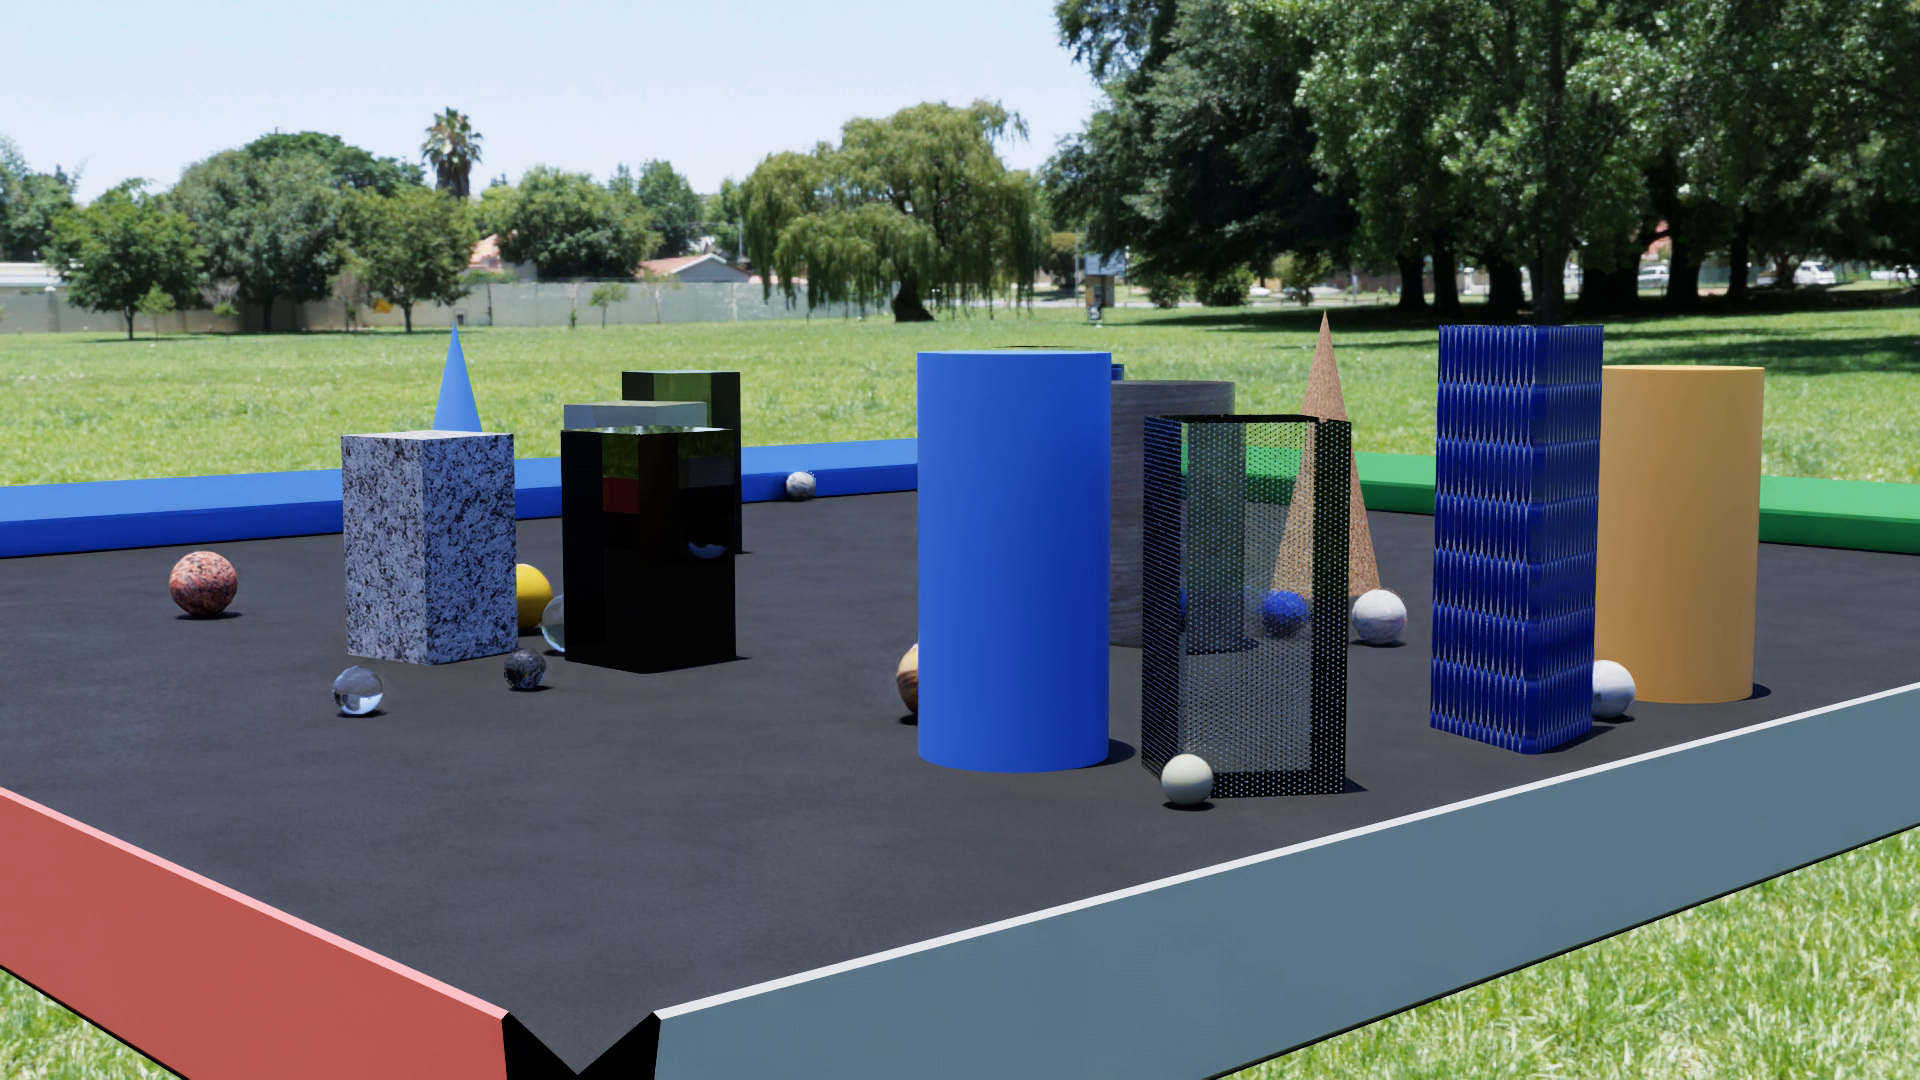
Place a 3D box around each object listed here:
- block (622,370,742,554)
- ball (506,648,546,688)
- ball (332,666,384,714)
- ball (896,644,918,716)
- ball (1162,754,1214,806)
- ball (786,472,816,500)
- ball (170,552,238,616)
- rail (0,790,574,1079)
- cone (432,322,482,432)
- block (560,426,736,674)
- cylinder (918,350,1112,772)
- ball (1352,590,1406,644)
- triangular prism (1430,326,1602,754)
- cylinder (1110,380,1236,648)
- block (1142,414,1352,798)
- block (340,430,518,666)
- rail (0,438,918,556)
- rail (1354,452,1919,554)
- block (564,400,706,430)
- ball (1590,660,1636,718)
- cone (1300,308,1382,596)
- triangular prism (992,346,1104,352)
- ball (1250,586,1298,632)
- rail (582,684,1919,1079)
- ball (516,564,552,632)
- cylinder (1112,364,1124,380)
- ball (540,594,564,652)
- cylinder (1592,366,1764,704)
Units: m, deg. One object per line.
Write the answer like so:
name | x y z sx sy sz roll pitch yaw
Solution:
block | -0.505 -0.140 3.997 0.153 0.331 0.153 -5 8 -41
ball | -0.509 0.151 2.581 0.047 0.047 0.047 0 6 0
ball | -0.662 0.165 2.417 0.053 0.053 0.053 0 6 0
ball | -0.024 0.151 2.382 0.090 0.090 0.090 0 6 0
ball | 0.204 0.215 1.973 0.047 0.047 0.047 0 6 0
ball | -0.370 -0.125 5.100 0.069 0.069 0.069 0 6 0
ball | -1.097 0.064 3.189 0.094 0.094 0.094 0 6 0
rail | -1.261 0.154 2.175 0.045 0.124 3.253 -6 8 -42
cone | -0.710 -0.096 3.110 0.191 0.428 0.191 0 6 0
block | -0.393 0.007 2.778 0.153 0.293 0.153 6 8 42
cylinder | 0.054 0.014 2.189 0.191 0.401 0.191 0 6 0
ball | 0.558 0.102 2.928 0.072 0.072 0.072 0 6 0
triangular prism | 0.561 -0.009 2.287 0.144 0.427 0.166 4 7 36
cylinder | 0.272 -0.039 2.957 0.191 0.346 0.191 0 6 0
block | 0.266 0.057 2.069 0.153 0.342 0.153 -1 6 -10
block | -0.684 0.005 2.843 0.153 0.283 0.153 4 7 35
rail | -1.087 -0.091 4.504 3.479 0.124 0.045 -6 8 -42
rail | 1.261 -0.089 4.489 0.045 0.124 3.253 -6 8 -42
block | -0.479 -0.051 3.269 0.153 0.305 0.153 2 6 22
ball | 0.703 0.163 2.396 0.063 0.063 0.063 0 6 0
cone | 0.575 -0.144 3.485 0.191 0.445 0.191 0 6 0
triangular prism | 0.109 -0.090 3.245 0.166 0.389 0.144 -2 6 -14
ball | 0.433 0.095 3.030 0.065 0.065 0.065 0 6 0
rail | 1.087 0.156 2.161 3.479 0.124 0.045 -6 8 -42
ball | -0.611 0.080 3.029 0.096 0.096 0.096 0 6 0
cylinder | 0.229 -0.181 4.360 0.191 0.335 0.191 0 6 0
ball | -0.504 0.108 2.850 0.078 0.078 0.078 0 6 0
cylinder | 0.829 -0.012 2.562 0.191 0.376 0.191 0 6 0
